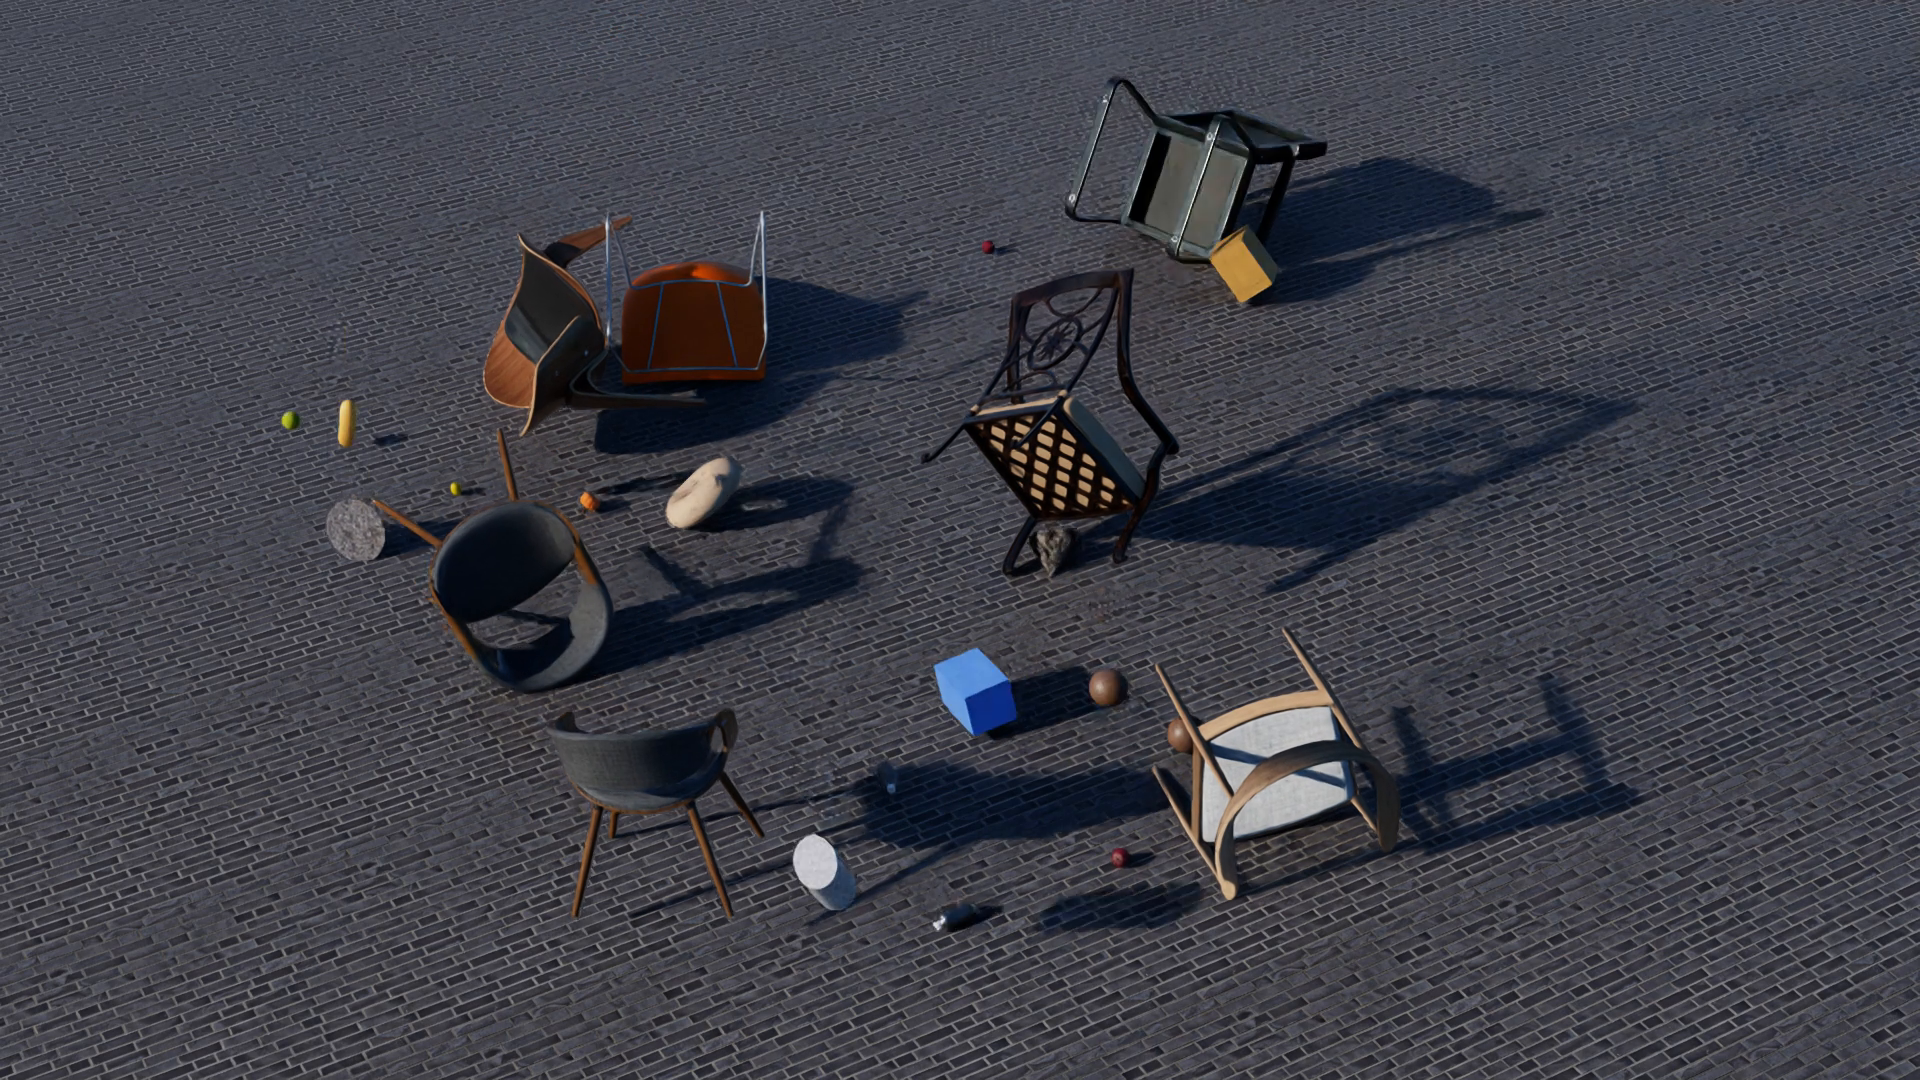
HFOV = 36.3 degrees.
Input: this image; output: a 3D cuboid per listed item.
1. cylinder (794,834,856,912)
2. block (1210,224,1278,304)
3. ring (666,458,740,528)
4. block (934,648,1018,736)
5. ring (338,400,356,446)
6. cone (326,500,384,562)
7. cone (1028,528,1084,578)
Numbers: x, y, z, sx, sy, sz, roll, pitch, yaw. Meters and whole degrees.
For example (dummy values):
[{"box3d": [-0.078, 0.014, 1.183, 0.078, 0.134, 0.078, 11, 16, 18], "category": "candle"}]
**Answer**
[{"box3d": [-0.397, 0.980, 8.620, 0.127, 0.225, 0.169, -21, 64, 4], "category": "cylinder"}, {"box3d": [1.207, -1.172, 12.443, 0.165, 0.236, 0.193, -31, 15, 26], "category": "block"}, {"box3d": [-0.963, -0.177, 11.005, 0.333, 0.114, 0.288, -43, 20, -5], "category": "ring"}, {"box3d": [0.053, 0.516, 9.961, 0.166, 0.158, 0.265, -22, 30, -15], "category": "block"}, {"box3d": [-2.217, -0.423, 10.611, 0.057, 0.213, 0.095, 5, 44, -11], "category": "ring"}, {"box3d": [-2.227, -0.045, 10.919, 0.200, 0.245, 0.221, -33, 5, 3], "category": "cone"}, {"box3d": [0.342, 0.068, 10.782, 0.215, 0.133, 0.171, -5, 54, 19], "category": "cone"}]
